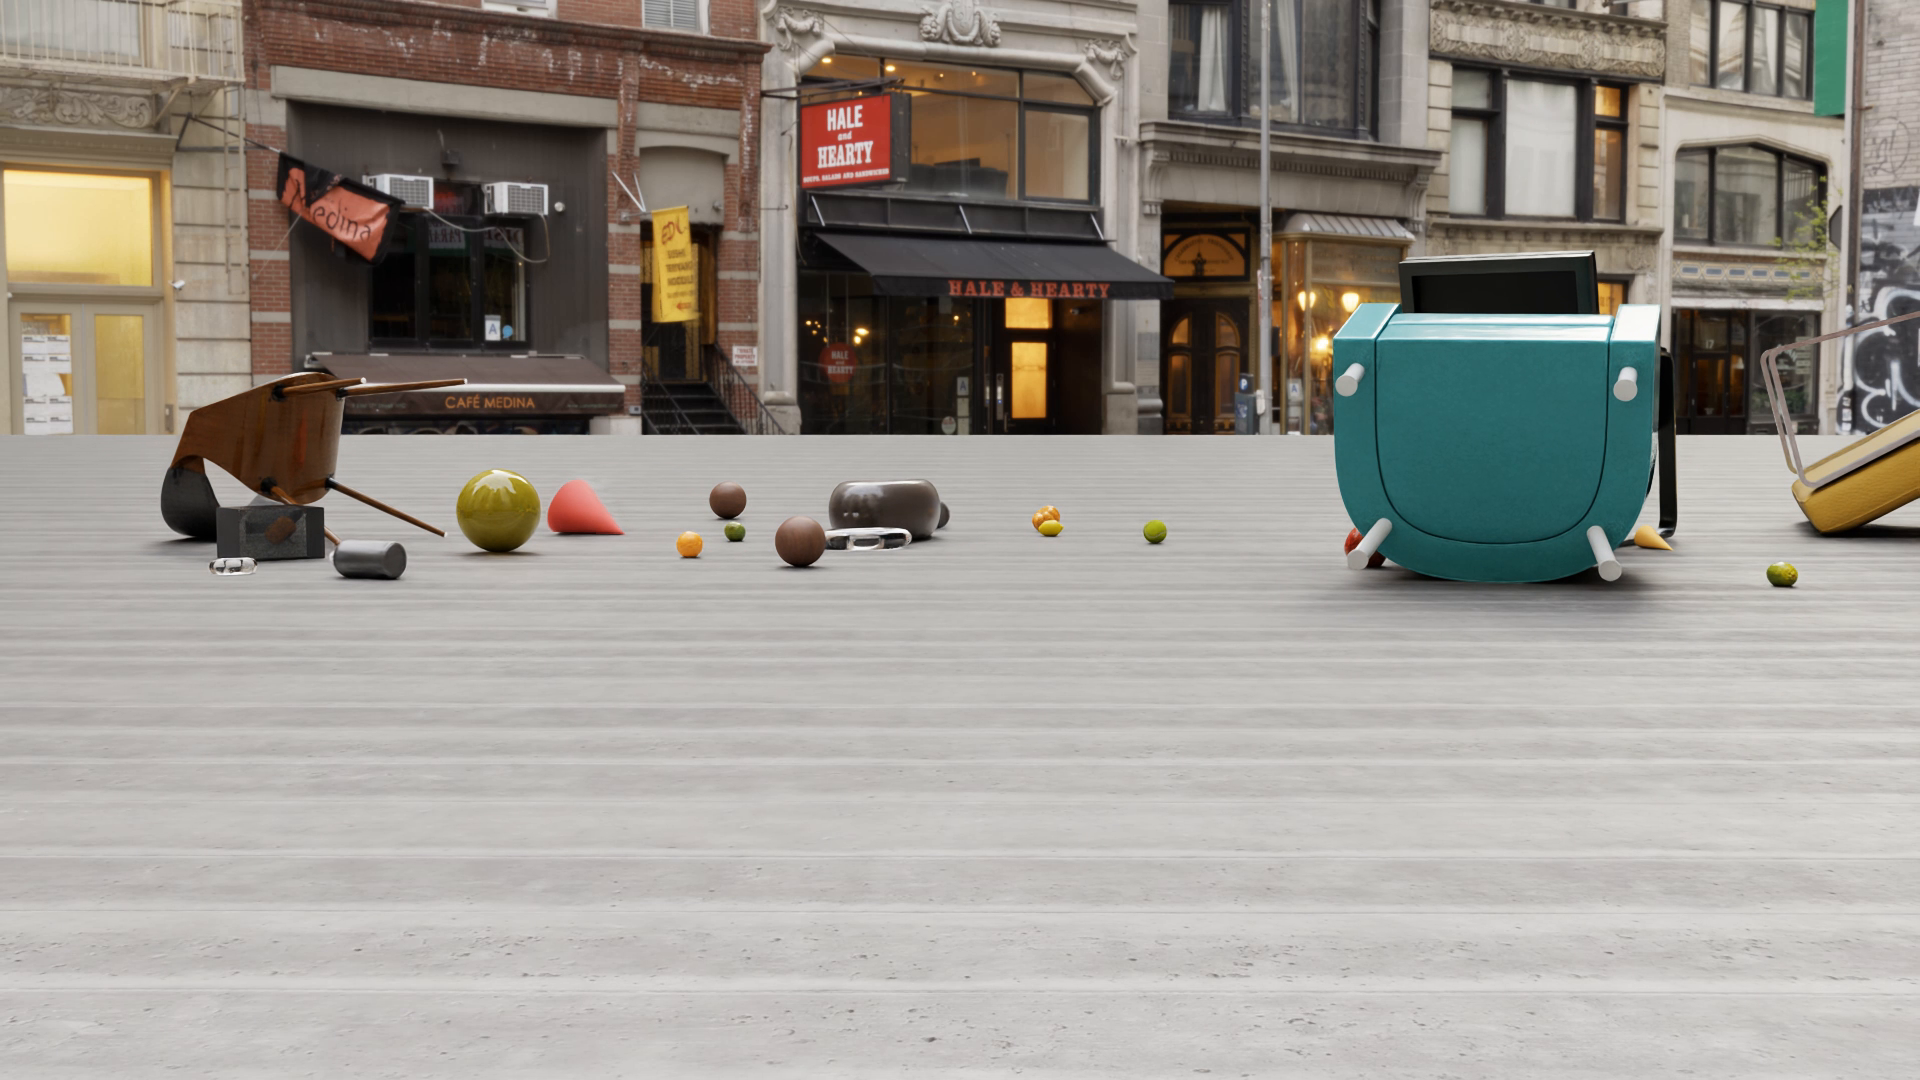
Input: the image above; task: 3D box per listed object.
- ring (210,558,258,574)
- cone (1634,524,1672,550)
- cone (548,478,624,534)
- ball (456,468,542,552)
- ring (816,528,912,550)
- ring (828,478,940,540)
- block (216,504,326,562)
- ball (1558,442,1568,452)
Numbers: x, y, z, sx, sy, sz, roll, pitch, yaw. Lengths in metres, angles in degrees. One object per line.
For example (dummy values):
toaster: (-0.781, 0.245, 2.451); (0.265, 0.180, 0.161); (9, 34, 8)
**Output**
ring: (-1.766, 0.064, 5.342); (0.113, 0.039, 0.049); (-3, 3, -25)
cone: (1.961, 0.009, 6.173); (0.065, 0.067, 0.134); (20, 10, -25)
cone: (-1.125, -0.061, 6.816); (0.217, 0.184, 0.229); (26, 4, 19)
ball: (-1.268, -0.081, 6.042); (0.230, 0.230, 0.230); (0, 4, 0)
ring: (-0.272, -0.004, 6.190); (0.284, 0.057, 0.158); (-2, 4, -20)
ring: (-0.223, -0.090, 6.578); (0.291, 0.178, 0.535); (0, 2, 20)
block: (-1.833, -0.020, 5.847); (0.215, 0.135, 0.197); (-3, 5, -40)
ball: (4.346, -0.676, 15.842); (0.075, 0.075, 0.075); (0, 4, 0)
